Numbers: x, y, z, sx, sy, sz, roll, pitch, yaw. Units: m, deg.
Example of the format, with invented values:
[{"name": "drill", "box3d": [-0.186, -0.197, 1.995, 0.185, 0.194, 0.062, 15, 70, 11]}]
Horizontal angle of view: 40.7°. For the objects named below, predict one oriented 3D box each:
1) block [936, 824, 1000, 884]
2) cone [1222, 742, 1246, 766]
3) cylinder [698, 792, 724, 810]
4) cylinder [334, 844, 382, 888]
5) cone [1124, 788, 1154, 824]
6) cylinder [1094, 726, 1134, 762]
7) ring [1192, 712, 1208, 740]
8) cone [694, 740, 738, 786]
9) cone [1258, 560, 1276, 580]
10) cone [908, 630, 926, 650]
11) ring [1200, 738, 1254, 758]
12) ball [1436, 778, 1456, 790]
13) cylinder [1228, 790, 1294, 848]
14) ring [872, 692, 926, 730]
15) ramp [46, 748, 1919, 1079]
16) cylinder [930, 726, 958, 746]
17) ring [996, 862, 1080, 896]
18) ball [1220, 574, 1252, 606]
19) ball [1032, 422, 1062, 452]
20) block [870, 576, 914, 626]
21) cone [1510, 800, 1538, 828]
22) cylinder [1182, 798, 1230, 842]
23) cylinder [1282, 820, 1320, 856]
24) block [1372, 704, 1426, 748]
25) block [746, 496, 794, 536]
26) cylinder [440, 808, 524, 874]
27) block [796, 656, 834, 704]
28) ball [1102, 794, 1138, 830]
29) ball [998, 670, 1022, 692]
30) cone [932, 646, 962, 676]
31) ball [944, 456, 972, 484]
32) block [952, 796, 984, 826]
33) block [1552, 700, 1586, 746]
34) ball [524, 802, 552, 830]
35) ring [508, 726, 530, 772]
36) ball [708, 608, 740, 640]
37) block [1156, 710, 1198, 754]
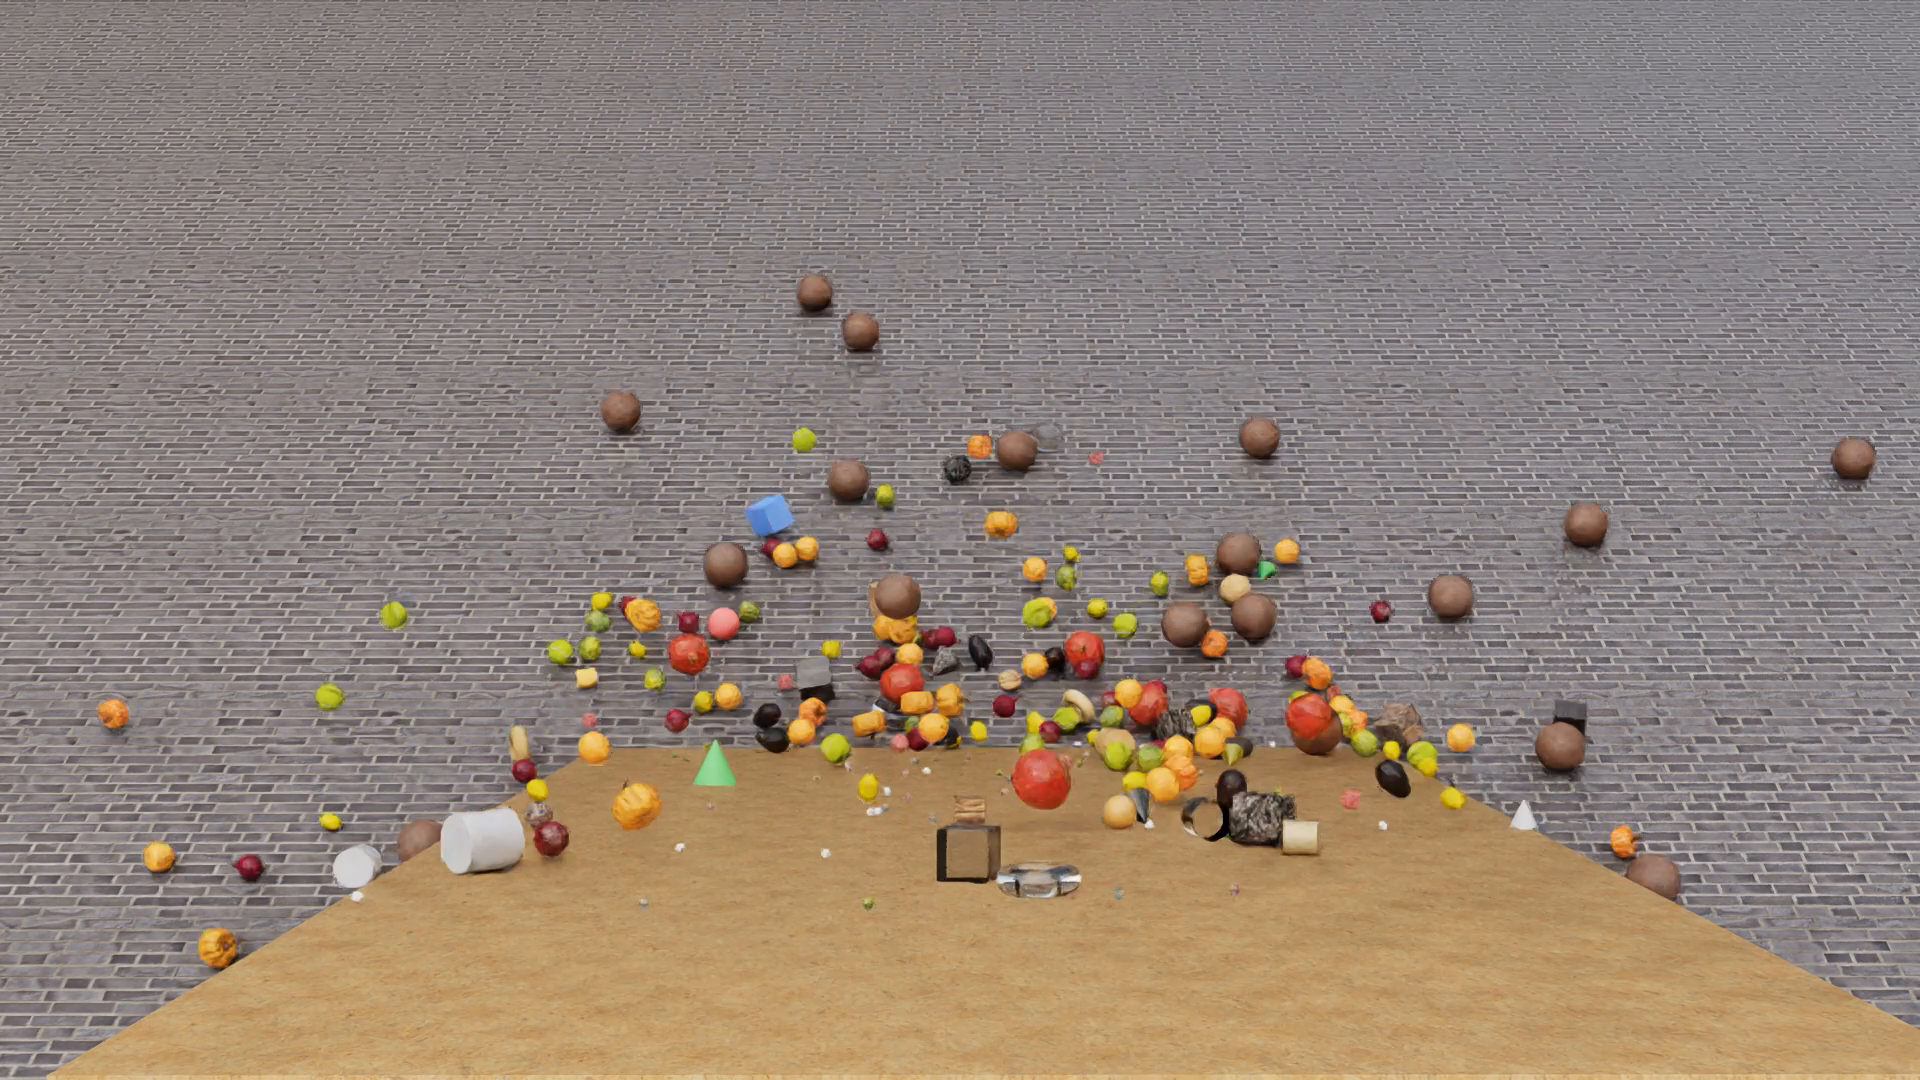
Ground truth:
[{"name": "block", "box3d": [0.014, 0.500, 4.131, 0.082, 0.082, 0.082, 0, 0, 16]}, {"name": "cone", "box3d": [0.645, 0.522, 6.155, 0.056, 0.056, 0.056, 10, 48, 18]}, {"name": "cylinder", "box3d": [-0.499, 0.538, 5.166, 0.050, 0.050, 0.050, 4, 24, -2]}, {"name": "cylinder", "box3d": [-0.961, 0.520, 4.126, 0.063, 0.063, 0.063, 0, 0, 0]}, {"name": "cone", "box3d": [0.346, 0.522, 4.932, 0.072, 0.072, 0.072, -5, 28, -9]}, {"name": "cylinder", "box3d": [0.375, 0.495, 6.276, 0.079, 0.079, 0.079, -7, 2, -13]}, {"name": "ring", "box3d": [0.609, 0.493, 6.853, 0.100, 0.033, 0.100, 3, 33, -2]}, {"name": "cone", "box3d": [-0.538, 0.487, 5.694, 0.099, 0.099, 0.099, 0, 0, 0]}, {"name": "cone", "box3d": [0.888, 0.099, 7.562, 0.055, 0.055, 0.055, 14, 58, 23]}, {"name": "cone", "box3d": [-0.131, 0.289, 7.219, 0.055, 0.055, 0.055, 14, 53, 23]}, {"name": "ring", "box3d": [0.654, 0.512, 6.348, 0.132, 0.044, 0.132, -4, 0, 0]}, {"name": "ball", "box3d": [1.154, 0.595, 6.173, 0.058, 0.058, 0.058, 0, 29, 0]}, {"name": "cylinder", "box3d": [0.531, 0.492, 4.554, 0.092, 0.092, 0.092, 3, 28, 26]}, {"name": "ring", "box3d": [-0.162, 0.454, 6.908, 0.145, 0.048, 0.145, 1, 30, -1]}, {"name": "ramp", "box3d": [0.066, 0.589, 4.641, 2.000, 0.100, 4.000, 0, 0, 0]}, {"name": "cylinder", "box3d": [-0.040, 0.497, 6.560, 0.053, 0.053, 0.053, 17, 5, 28]}, {"name": "ring", "box3d": [0.120, 0.521, 3.971, 0.129, 0.043, 0.129, -1, 0, 0]}, {"name": "ball", "box3d": [0.790, 0.143, 7.416, 0.092, 0.092, 0.092, 0, 29, 0]}, {"name": "ball", "box3d": [0.277, -0.327, 8.245, 0.097, 0.097, 0.097, 0, 29, 0]}, {"name": "block", "box3d": [-0.194, 0.173, 7.363, 0.092, 0.092, 0.092, -17, 33, -27]}, {"name": "cone", "box3d": [1.057, 0.512, 4.849, 0.054, 0.054, 0.054, 0, 0, 0]}, {"name": "cylinder", "box3d": [0.444, 0.503, 4.666, 0.072, 0.072, 0.072, -7, 2, -13]}, {"name": "cylinder", "box3d": [0.584, 0.510, 4.429, 0.059, 0.059, 0.059, 0, 29, 11]}, {"name": "block", "box3d": [1.146, 0.486, 6.754, 0.083, 0.083, 0.083, -6, 34, 49]}, {"name": "block", "box3d": [-0.570, -0.073, 7.765, 0.086, 0.086, 0.086, -7, 21, 48]}, {"name": "cylinder", "box3d": [-0.777, 0.490, 4.207, 0.097, 0.097, 0.097, -3, 25, -41]}, {"name": "block", "box3d": [-0.389, 0.378, 6.956, 0.087, 0.087, 0.087, -9, 58, -1]}, {"name": "ball", "box3d": [0.297, 0.506, 4.814, 0.065, 0.065, 0.065, 0, 29, 0]}, {"name": "ball", "box3d": [0.136, 0.383, 7.021, 0.062, 0.062, 0.062, 0, 29, 0]}, {"name": "cone", "box3d": [-0.053, 0.347, 7.111, 0.082, 0.082, 0.082, 27, 66, 39]}, {"name": "ball", "box3d": [-0.008, -0.220, 8.066, 0.087, 0.087, 0.087, 0, 29, 0]}, {"name": "block", "box3d": [0.015, 0.512, 4.861, 0.055, 0.055, 0.055, 0, 0, -5]}, {"name": "block", "box3d": [1.607, 0.482, 6.826, 0.081, 0.081, 0.081, 7, 30, 12]}, {"name": "ball", "box3d": [-0.785, 0.513, 4.821, 0.052, 0.052, 0.052, 0, 29, 0]}, {"name": "ring", "box3d": [-1.139, 0.540, 6.685, 0.039, 0.118, 0.118, -9, 31, -19]}, {"name": "ball", "box3d": [-0.663, 0.236, 7.252, 0.092, 0.092, 0.092, 0, 29, 0]}, {"name": "block", "box3d": [0.532, 0.470, 6.365, 0.074, 0.074, 0.074, -4, 52, -14]}]
